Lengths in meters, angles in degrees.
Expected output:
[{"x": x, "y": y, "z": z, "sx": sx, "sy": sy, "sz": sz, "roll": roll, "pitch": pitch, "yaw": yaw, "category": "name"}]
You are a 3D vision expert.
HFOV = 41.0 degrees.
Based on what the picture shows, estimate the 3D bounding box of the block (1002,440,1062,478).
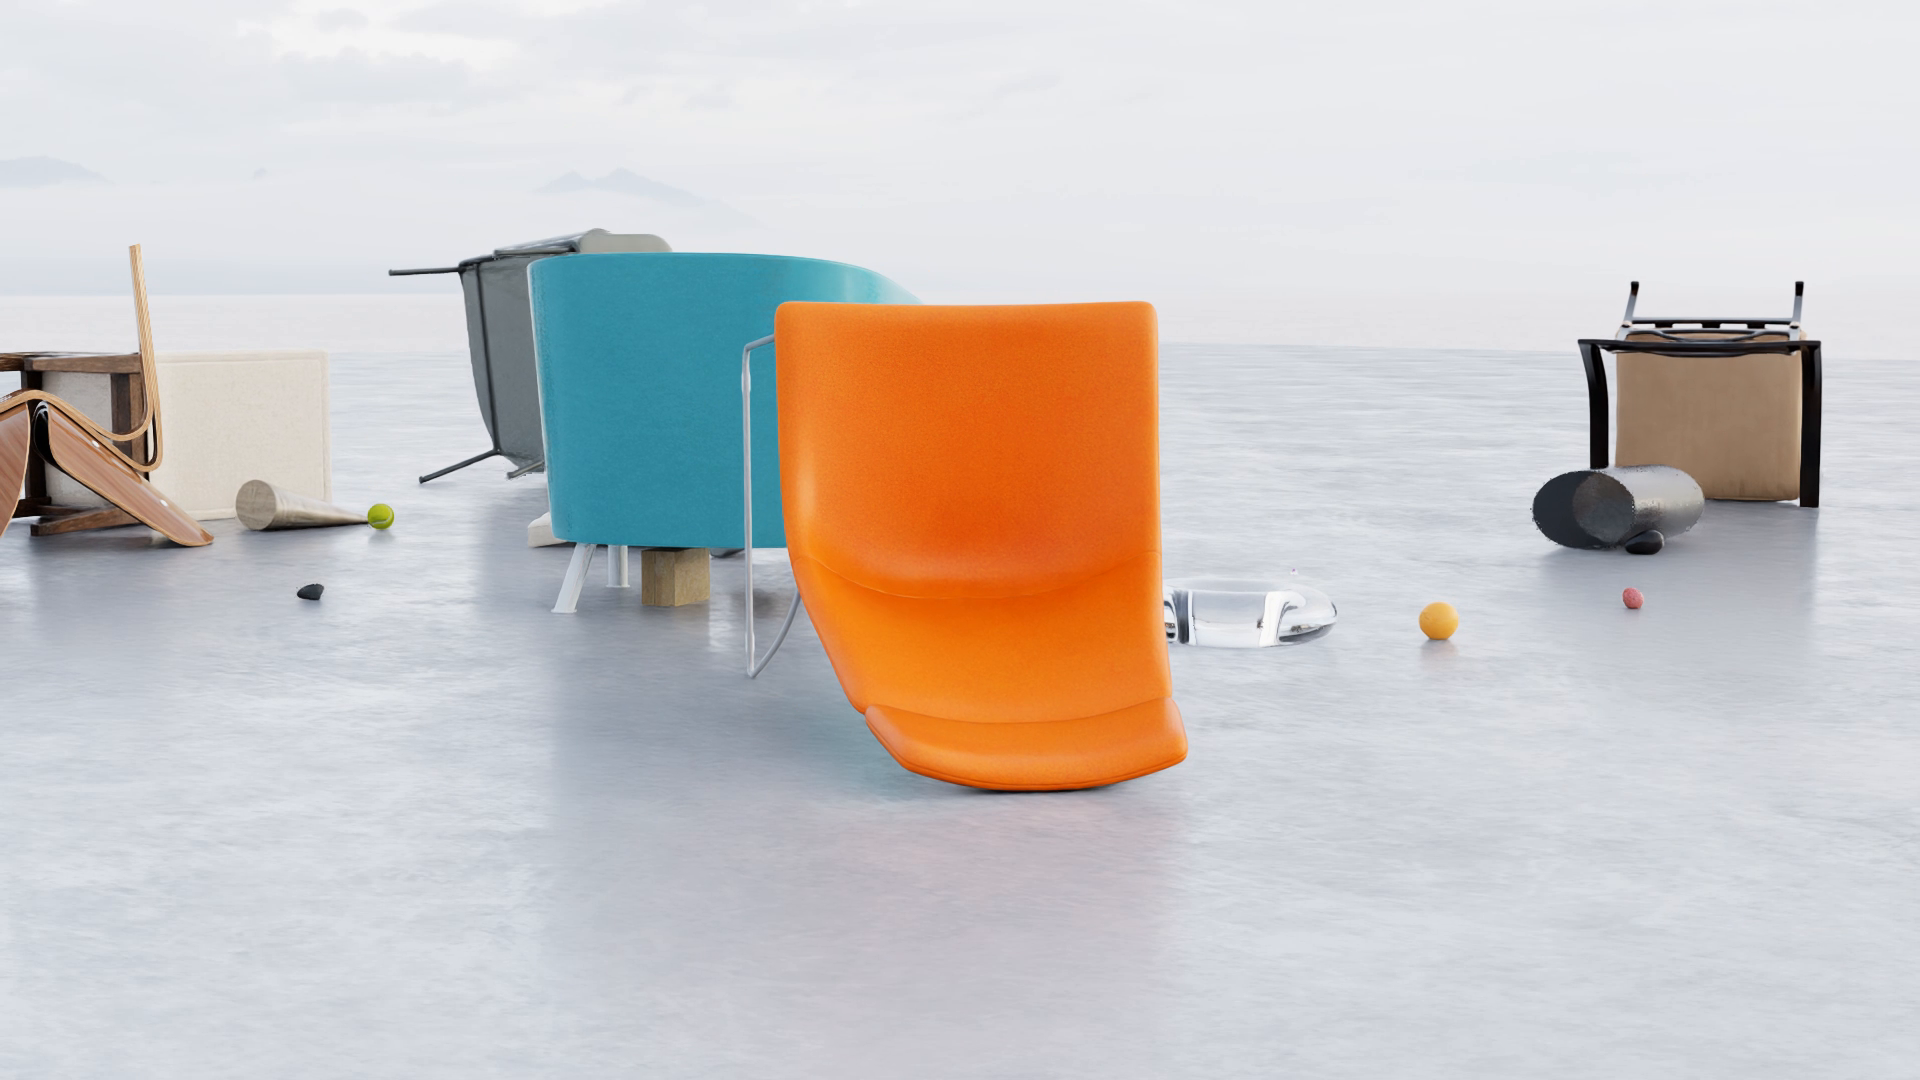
[{"x": 0.236, "y": -0.271, "z": 8.502, "sx": 0.153, "sy": 0.111, "sz": 0.209, "roll": -1, "pitch": 6, "yaw": -11, "category": "block"}]

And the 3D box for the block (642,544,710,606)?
[{"x": -0.575, "y": 0.070, "z": 5.198, "sx": 0.076, "sy": 0.109, "sz": 0.145, "roll": 2, "pitch": 6, "yaw": 23, "category": "block"}]

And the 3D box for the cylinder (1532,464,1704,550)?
[{"x": 1.613, "y": -0.083, "z": 6.289, "sx": 0.308, "sy": 0.191, "sz": 0.289, "roll": -6, "pitch": 3, "yaw": -43, "category": "cylinder"}]

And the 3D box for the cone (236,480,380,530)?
[{"x": -1.690, "y": -0.070, "z": 6.776, "sx": 0.351, "sy": 0.131, "sz": 0.315, "roll": 9, "pitch": 1, "yaw": -34, "category": "cone"}]

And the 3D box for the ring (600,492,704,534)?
[{"x": -0.804, "y": -0.071, "z": 6.696, "sx": 0.272, "sy": 0.059, "sz": 0.347, "roll": -10, "pitch": 15, "yaw": -14, "category": "ring"}]

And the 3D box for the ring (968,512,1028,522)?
[{"x": 0.101, "y": -0.060, "z": 6.904, "sx": 0.165, "sy": 0.020, "sz": 0.160, "roll": 1, "pitch": 6, "yaw": 16, "category": "ring"}]

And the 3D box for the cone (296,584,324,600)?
[{"x": -1.315, "y": 0.114, "z": 5.229, "sx": 0.031, "sy": 0.038, "sz": 0.069, "roll": 40, "pitch": 26, "yaw": 28, "category": "cone"}]

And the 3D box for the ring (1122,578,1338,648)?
[{"x": 0.489, "y": 0.131, "z": 4.667, "sx": 0.394, "sy": 0.099, "sz": 0.348, "roll": 2, "pitch": 5, "yaw": 13, "category": "ring"}]
